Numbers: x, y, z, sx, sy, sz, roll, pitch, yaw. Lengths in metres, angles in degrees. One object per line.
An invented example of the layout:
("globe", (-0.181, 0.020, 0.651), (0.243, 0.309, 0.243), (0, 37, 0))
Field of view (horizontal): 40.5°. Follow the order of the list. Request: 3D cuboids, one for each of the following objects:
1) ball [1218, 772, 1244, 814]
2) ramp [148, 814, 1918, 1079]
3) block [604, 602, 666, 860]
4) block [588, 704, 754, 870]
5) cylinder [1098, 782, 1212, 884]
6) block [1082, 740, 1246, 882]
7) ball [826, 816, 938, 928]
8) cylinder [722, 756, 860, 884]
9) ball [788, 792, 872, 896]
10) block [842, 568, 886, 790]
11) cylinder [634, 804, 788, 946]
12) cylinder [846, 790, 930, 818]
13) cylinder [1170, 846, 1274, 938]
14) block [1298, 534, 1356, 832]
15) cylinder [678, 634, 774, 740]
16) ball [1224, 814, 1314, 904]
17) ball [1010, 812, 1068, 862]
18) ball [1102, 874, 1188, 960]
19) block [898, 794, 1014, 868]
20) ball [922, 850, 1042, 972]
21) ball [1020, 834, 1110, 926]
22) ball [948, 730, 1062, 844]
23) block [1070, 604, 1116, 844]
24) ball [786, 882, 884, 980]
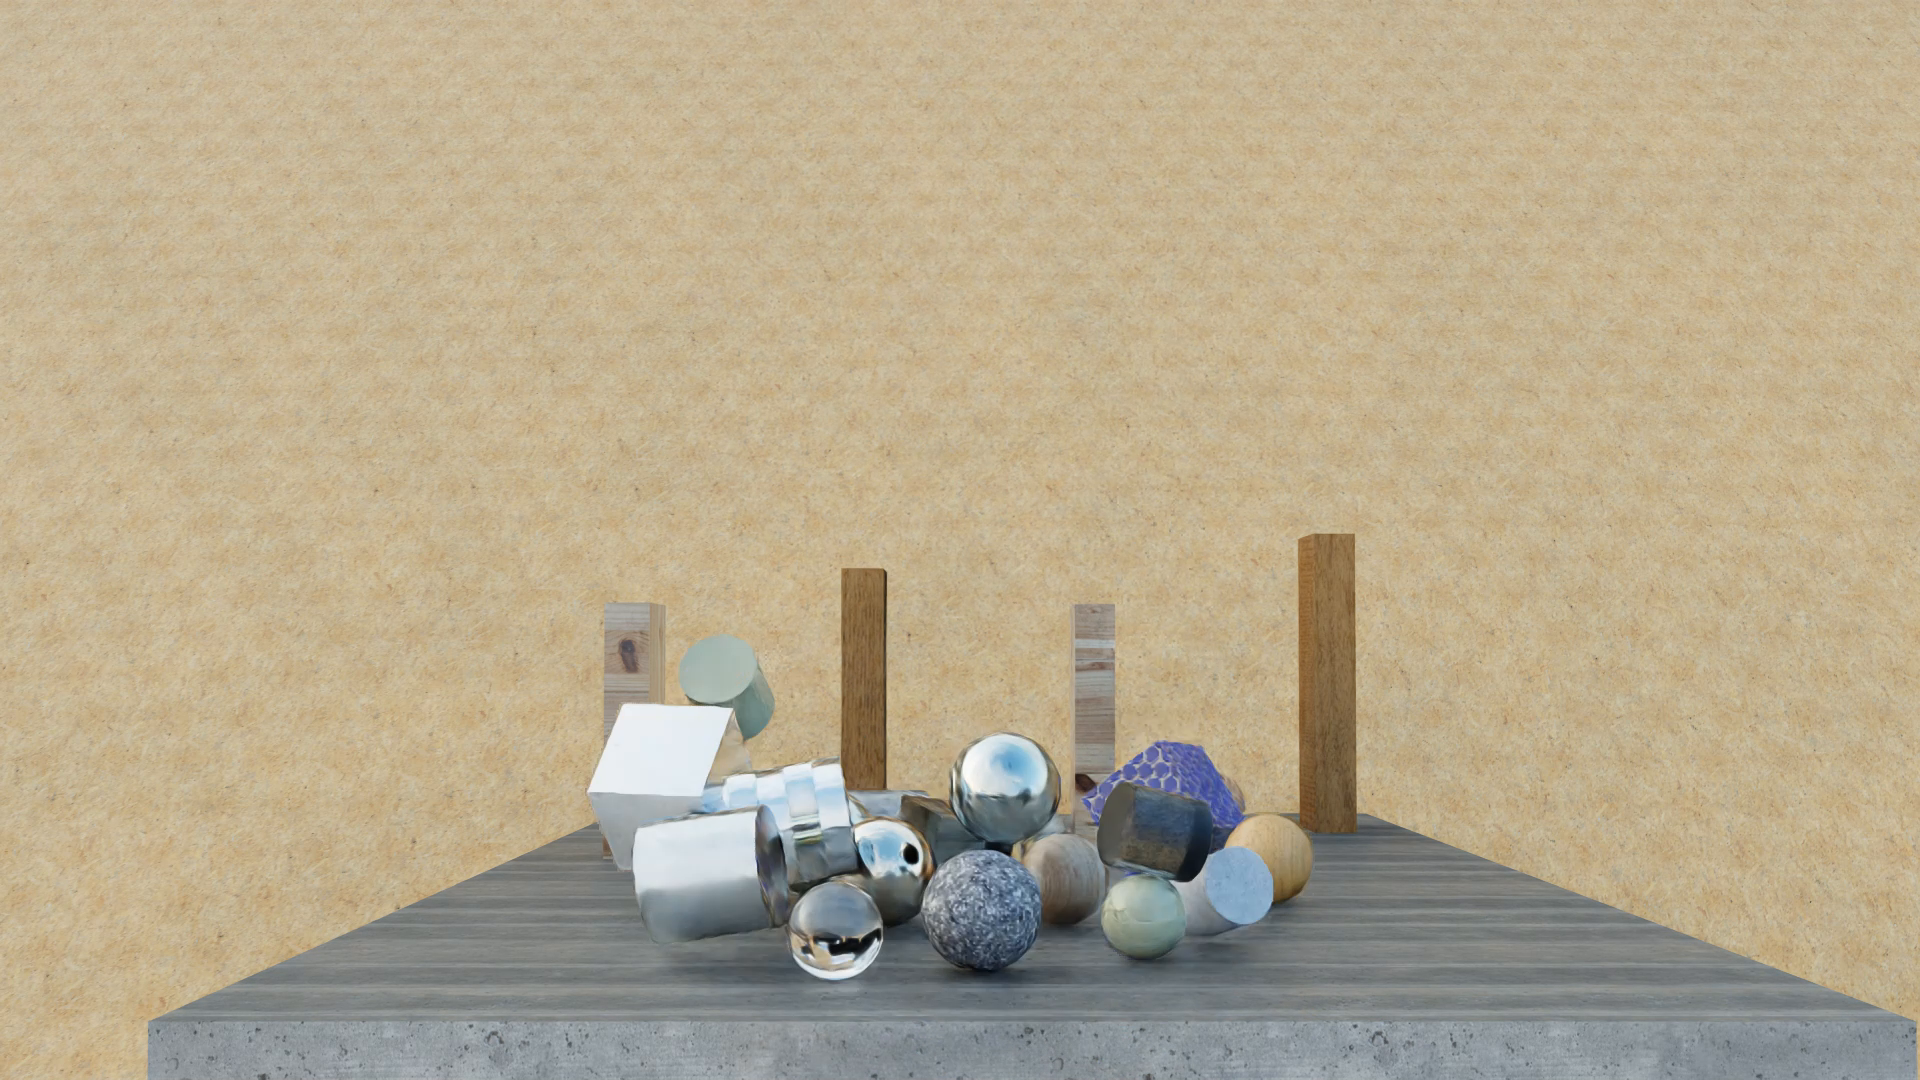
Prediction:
("ball", (0.574, 0.606, 5.950), (0.154, 0.154, 0.154), (0, 37, 0))
("ramp", (0.082, 0.687, 4.938), (2.000, 0.100, 4.000), (0, -3, 0))
("block", (-0.686, 0.399, 5.495), (0.093, 0.527, 0.292), (0, -3, 0))
("block", (-0.470, 0.412, 4.302), (0.194, 0.194, 0.194), (1, 44, 16))
("cylinder", (0.268, 0.403, 3.583), (0.117, 0.117, 0.117), (15, 33, -19))
("block", (0.361, 0.478, 4.534), (0.178, 0.178, 0.178), (15, 41, -59))
("ball", (-0.119, 0.507, 3.973), (0.169, 0.169, 0.169), (0, 37, 0))
("cylinder", (-0.249, 0.419, 3.838), (0.174, 0.174, 0.174), (-10, 38, -2))
("ball", (-0.234, 0.517, 4.429), (0.191, 0.191, 0.191), (0, 37, 0))
("block", (-0.227, 0.382, 6.172), (0.098, 0.621, 0.267), (0, -3, 0))
("cylinder", (-0.335, 0.452, 3.517), (0.167, 0.167, 0.167), (-10, 36, 9))
("cylinder", (-0.150, 0.551, 4.878), (0.165, 0.165, 0.165), (1, 35, -22))
("cylinder", (0.371, 0.502, 3.706), (0.111, 0.111, 0.111), (9, 69, -24))
("block", (0.889, 0.345, 6.309), (0.098, 0.709, 0.288), (0, -3, 0))
("cylinder", (-0.487, 0.312, 5.438), (0.166, 0.166, 0.166), (-6, 56, 8))
("ball", (0.516, 0.534, 4.358), (0.151, 0.151, 0.151), (0, 37, 0))
("ball", (0.138, 0.570, 4.977), (0.136, 0.136, 0.136), (0, 37, 0))
("ball", (0.251, 0.514, 3.544), (0.117, 0.117, 0.117), (0, 37, 0))
("block", (-0.016, 0.511, 4.260), (0.143, 0.143, 0.143), (10, 5, -28))
("ball", (0.029, 0.487, 3.420), (0.160, 0.160, 0.160), (0, 37, 0))
("ball", (0.160, 0.524, 4.020), (0.141, 0.141, 0.141), (0, 37, 0))
("ball", (0.066, 0.369, 3.878), (0.169, 0.169, 0.169), (0, 37, 0))
("block", (0.302, 0.415, 5.941), (0.090, 0.534, 0.274), (0, -3, 0))
("ball", (-0.160, 0.500, 3.327), (0.125, 0.125, 0.125), (0, 37, 0))
